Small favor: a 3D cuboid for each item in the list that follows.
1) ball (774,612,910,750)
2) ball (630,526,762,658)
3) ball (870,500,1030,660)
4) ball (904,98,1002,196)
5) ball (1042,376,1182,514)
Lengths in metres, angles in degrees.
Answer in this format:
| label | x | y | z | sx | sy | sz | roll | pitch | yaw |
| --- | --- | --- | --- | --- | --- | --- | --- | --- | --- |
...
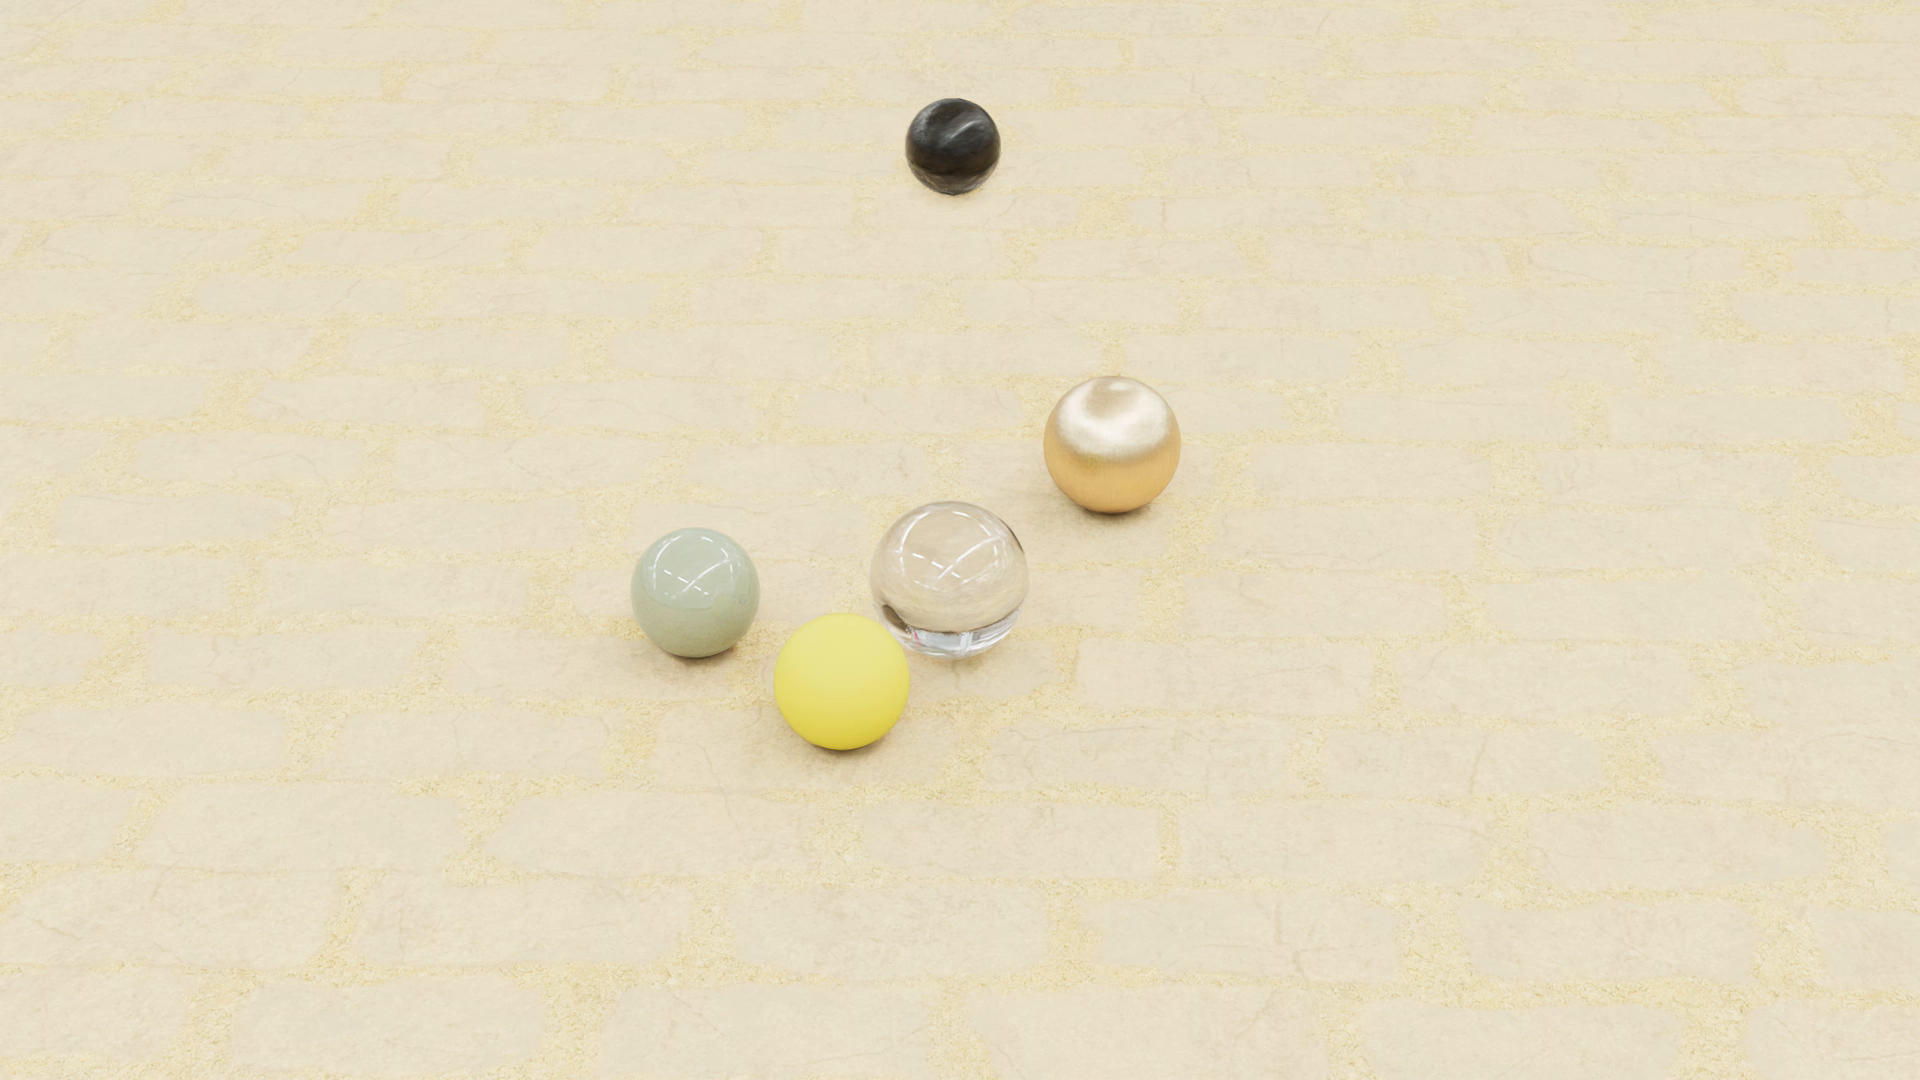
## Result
| label | x | y | z | sx | sy | sz | roll | pitch | yaw |
| --- | --- | --- | --- | --- | --- | --- | --- | --- | --- |
| ball | -0.059 | 0.071 | 1.477 | 0.069 | 0.069 | 0.069 | 0 | 31 | 0 |
| ball | -0.139 | 0.027 | 1.548 | 0.069 | 0.069 | 0.069 | 0 | 31 | 0 |
| ball | -0.006 | 0.021 | 1.545 | 0.084 | 0.084 | 0.084 | 0 | 31 | 0 |
| ball | -0.005 | -0.273 | 2.040 | 0.068 | 0.068 | 0.068 | 0 | 31 | 0 |
| ball | 0.086 | -0.054 | 1.672 | 0.079 | 0.079 | 0.079 | 0 | 31 | 0 |
